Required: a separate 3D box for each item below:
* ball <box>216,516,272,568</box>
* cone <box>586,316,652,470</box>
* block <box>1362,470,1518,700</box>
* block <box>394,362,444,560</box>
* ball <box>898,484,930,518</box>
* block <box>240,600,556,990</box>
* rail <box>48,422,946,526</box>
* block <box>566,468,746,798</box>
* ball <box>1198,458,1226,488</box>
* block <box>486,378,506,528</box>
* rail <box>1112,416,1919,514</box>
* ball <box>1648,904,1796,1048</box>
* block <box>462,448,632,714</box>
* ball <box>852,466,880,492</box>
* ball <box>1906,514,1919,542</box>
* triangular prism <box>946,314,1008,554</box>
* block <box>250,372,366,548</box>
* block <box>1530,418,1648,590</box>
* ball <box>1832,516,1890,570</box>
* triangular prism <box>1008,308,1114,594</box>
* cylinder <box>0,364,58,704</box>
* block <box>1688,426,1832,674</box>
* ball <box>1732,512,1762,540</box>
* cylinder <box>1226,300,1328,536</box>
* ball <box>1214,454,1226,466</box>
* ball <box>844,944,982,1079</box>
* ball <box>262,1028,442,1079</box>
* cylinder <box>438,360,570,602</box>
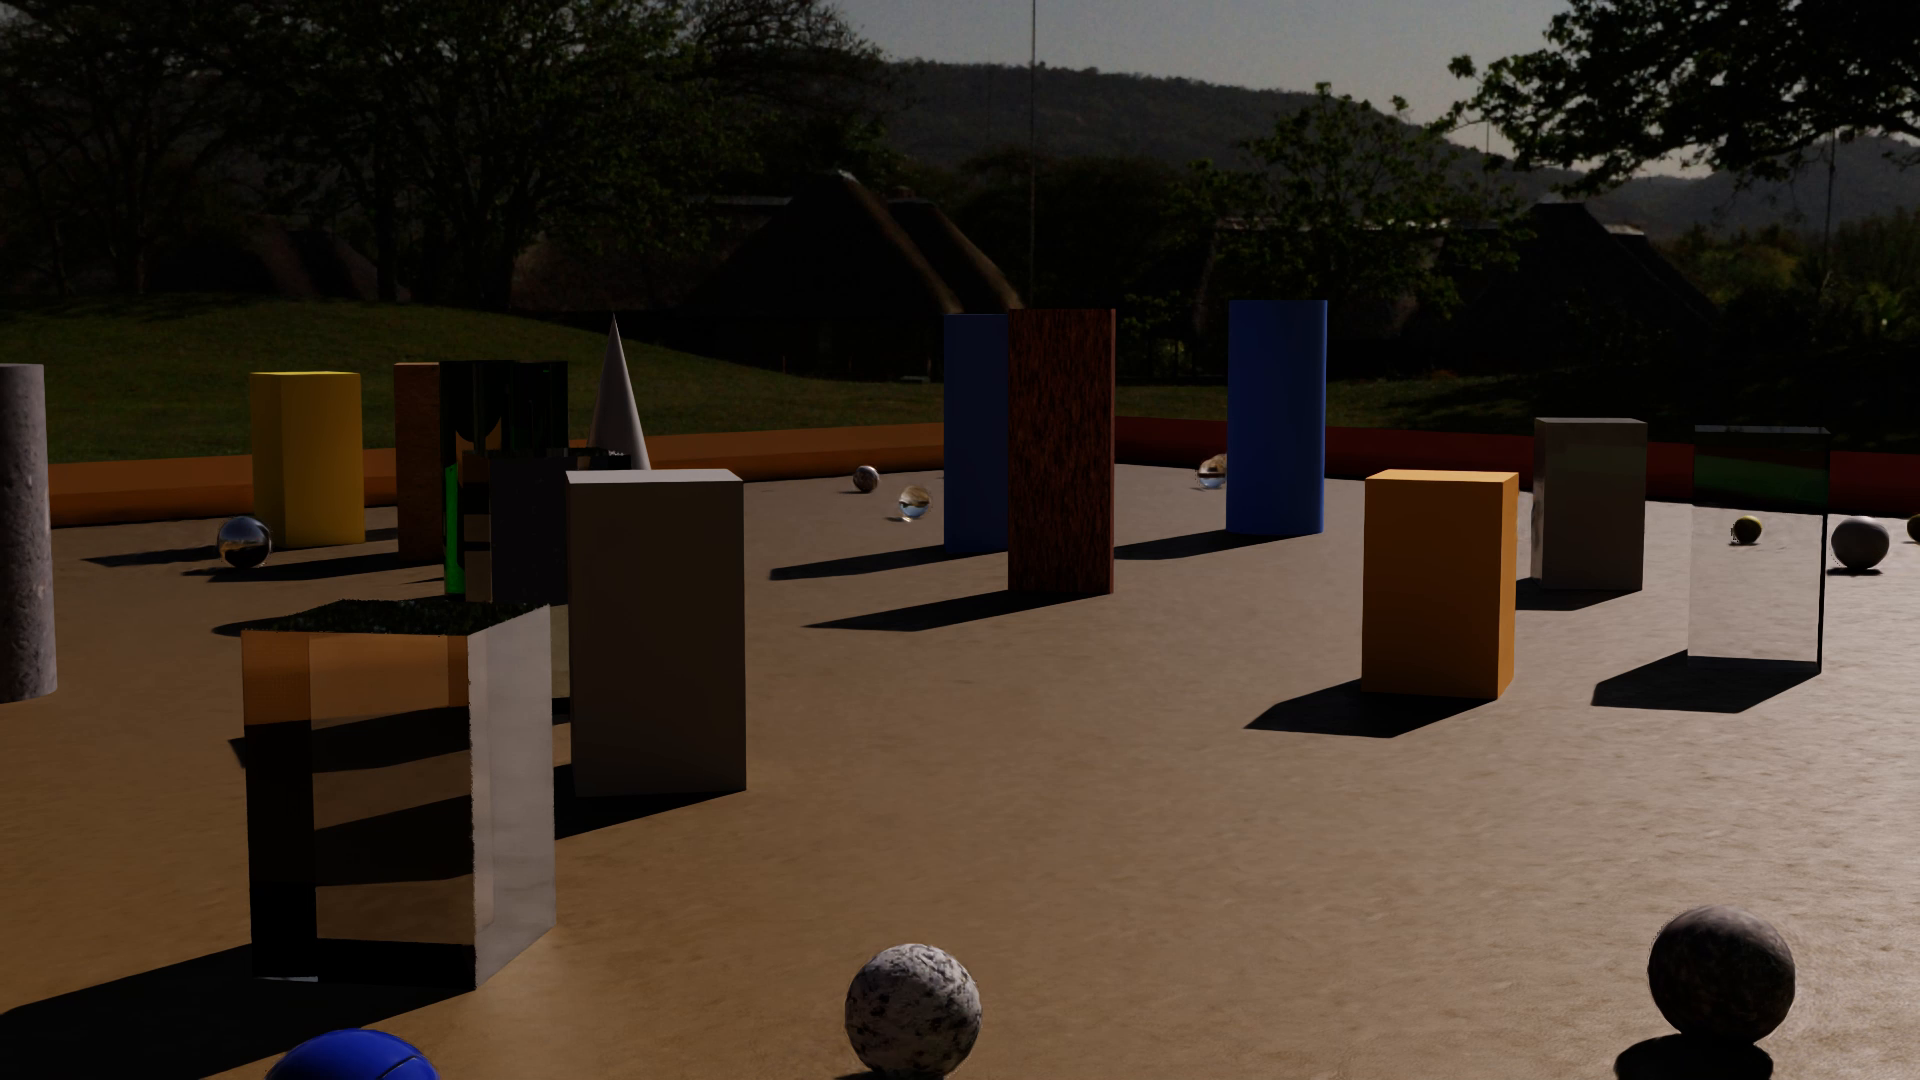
[{"bbox_3d":[-1.235,0.003,3.799,0.091,0.091,0.091,0,6,0],"label":"ball"},{"bbox_3d":[-0.619,-0.188,3.952,0.195,0.440,0.195,0,6,0],"label":"cone"},{"bbox_3d":[0.570,0.048,2.607,0.156,0.250,0.156,2,6,20],"label":"block"},{"bbox_3d":[-0.939,-0.146,3.992,0.156,0.348,0.156,-1,6,-11],"label":"block"},{"bbox_3d":[-0.098,-0.084,4.730,0.070,0.070,0.070,0,6,0],"label":"ball"},{"bbox_3d":[-0.383,0.169,1.521,0.156,0.235,0.156,1,6,9],"label":"block"},{"bbox_3d":[-1.447,-0.130,4.891,5.105,0.127,0.045,-5,8,-42],"label":"rail"},{"bbox_3d":[-0.291,0.083,2.091,0.156,0.289,0.156,-1,6,-11],"label":"block"},{"bbox_3d":[0.632,-0.167,5.511,0.073,0.073,0.073,0,6,0],"label":"ball"},{"bbox_3d":[-1.040,-0.178,4.502,0.156,0.306,0.156,-5,8,-41],"label":"block"},{"bbox_3d":[1.858,-0.145,5.037,0.045,0.127,4.314,-5,8,-42],"label":"rail"},{"bbox_3d":[0.462,0.264,1.334,0.085,0.085,0.085,0,6,0],"label":"ball"},{"bbox_3d":[-0.467,0.043,2.488,0.156,0.284,0.156,-3,6,-23],"label":"block"},{"bbox_3d":[-0.231,-0.152,5.405,0.065,0.065,0.065,0,6,0],"label":"ball"},{"bbox_3d":[1.853,-0.024,4.239,0.053,0.053,0.053,0,6,0],"label":"ball"},{"bbox_3d":[0.012,-0.203,4.110,0.169,0.436,0.147,-4,7,-33],"label":"triangular prism"},{"bbox_3d":[-1.249,-0.157,4.207,0.156,0.324,0.156,-5,8,-38],"label":"block"},{"bbox_3d":[1.021,-0.062,3.578,0.156,0.266,0.156,1,6,8],"label":"block"},{"bbox_3d":[1.548,0.004,3.781,0.093,0.093,0.093,0,6,0],"label":"ball"},{"bbox_3d":[0.178,-0.147,3.531,0.169,0.446,0.147,2,6,16],"label":"triangular prism"},{"bbox_3d":[-1.157,-0.011,2.542,0.195,0.381,0.195,0,6,0],"label":"cylinder"},{"bbox_3d":[1.008,0.007,2.784,0.156,0.295,0.156,2,6,18],"label":"block"},{"bbox_3d":[1.530,-0.027,4.274,0.052,0.052,0.052,0,6,0],"label":"ball"},{"bbox_3d":[0.636,-0.249,4.423,0.195,0.463,0.195,0,6,0],"label":"cylinder"},{"bbox_3d":[0.684,-0.190,5.740,0.071,0.071,0.071,0,6,0],"label":"ball"},{"bbox_3d":[-0.027,0.274,1.272,0.079,0.079,0.079,0,6,0],"label":"ball"},{"bbox_3d":[-0.295,0.286,1.064,0.098,0.098,0.098,0,6,0],"label":"ball"},{"bbox_3d":[-0.704,-0.094,3.408,0.195,0.365,0.195,0,6,0],"label":"cylinder"}]
